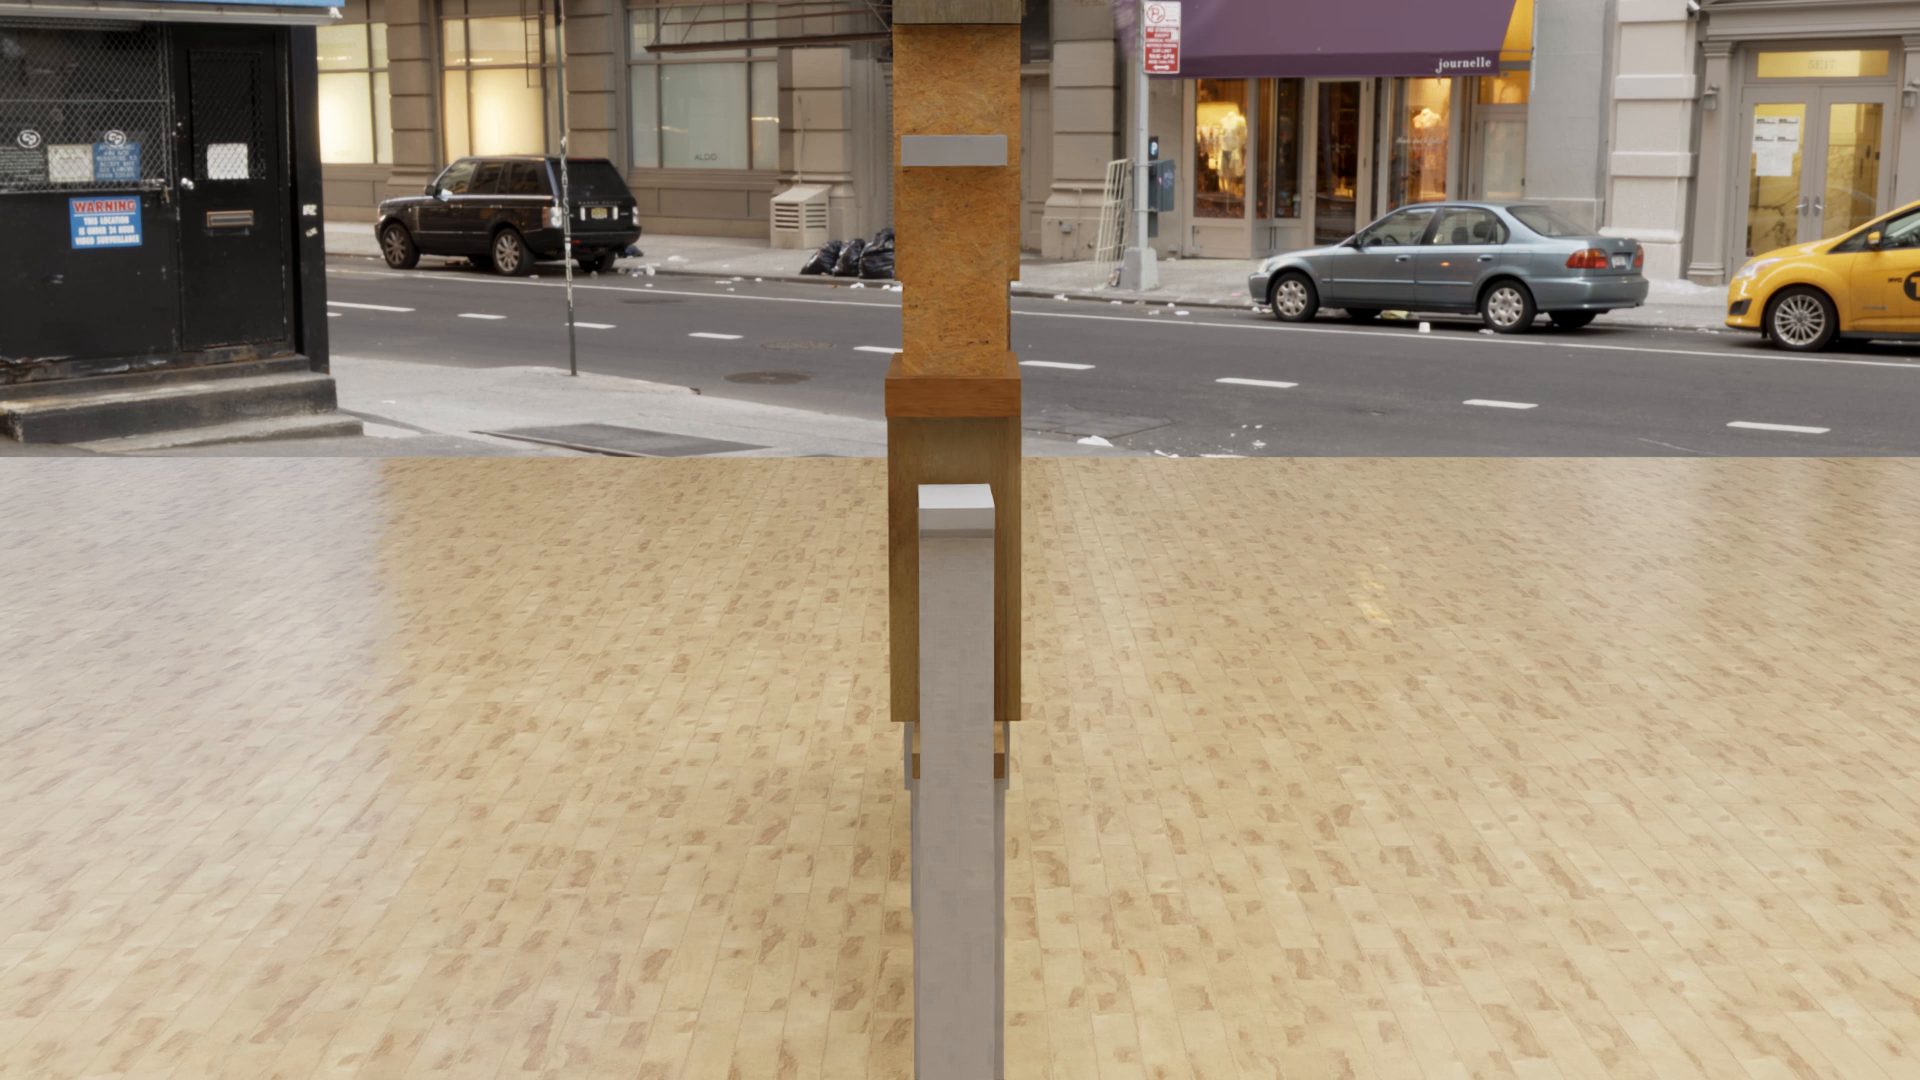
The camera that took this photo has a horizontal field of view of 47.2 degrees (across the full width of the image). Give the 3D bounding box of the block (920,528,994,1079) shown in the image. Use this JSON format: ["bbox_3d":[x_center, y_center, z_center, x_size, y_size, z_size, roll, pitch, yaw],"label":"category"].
[{"bbox_3d":[-0.004,0.364,2.756,0.091,0.778,0.026,0,11,0],"label":"block"}]

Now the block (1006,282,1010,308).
[{"bbox_3d":[-0.002,-0.377,3.282,0.149,0.042,0.298,0,10,0],"label":"block"}]

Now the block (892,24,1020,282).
[{"bbox_3d":[-0.004,-0.542,3.086,0.176,0.352,0.050,0,11,0],"label":"block"}]

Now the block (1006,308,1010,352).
[{"bbox_3d":[-0.002,-0.192,3.215,0.149,0.298,0.042,0,10,0],"label":"block"}]

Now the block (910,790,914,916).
[{"bbox_3d":[-0.004,0.459,3.557,0.149,0.299,0.042,0,11,0],"label":"block"}]

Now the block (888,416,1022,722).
[{"bbox_3d":[-0.007,0.034,2.907,0.174,0.411,0.049,0,10,0],"label":"block"}]

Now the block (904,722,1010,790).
[{"bbox_3d":[-0.005,0.184,3.294,0.158,0.382,0.045,0,10,0],"label":"block"}]

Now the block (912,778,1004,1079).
[{"bbox_3d":[-0.001,0.514,2.855,0.117,0.447,0.033,0,10,0],"label":"block"}]

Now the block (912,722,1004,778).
[{"bbox_3d":[-0.002,0.264,2.888,0.117,0.033,0.234,0,10,0],"label":"block"}]

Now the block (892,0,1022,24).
[{"bbox_3d":[-0.004,-0.761,3.165,0.176,0.050,0.352,0,10,0],"label":"block"}]

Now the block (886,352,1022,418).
[{"bbox_3d":[-0.008,-0.213,2.979,0.174,0.049,0.347,0,11,0],"label":"block"}]

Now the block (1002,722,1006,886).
[{"bbox_3d":[0.004,0.334,3.064,0.117,0.298,0.033,0,11,0],"label":"block"}]

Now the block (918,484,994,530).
[{"bbox_3d":[-0.006,-0.043,2.744,0.091,0.026,0.183,-1,11,-1],"label":"block"}]

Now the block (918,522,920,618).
[{"bbox_3d":[-0.007,0.049,2.824,0.091,0.183,0.026,-1,11,0],"label":"block"}]

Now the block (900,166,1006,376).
[{"bbox_3d":[-0.008,-0.347,2.831,0.134,0.267,0.038,0,11,1],"label":"block"}]

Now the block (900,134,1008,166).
[{"bbox_3d":[-0.006,-0.513,2.890,0.134,0.038,0.267,0,11,1],"label":"block"}]
